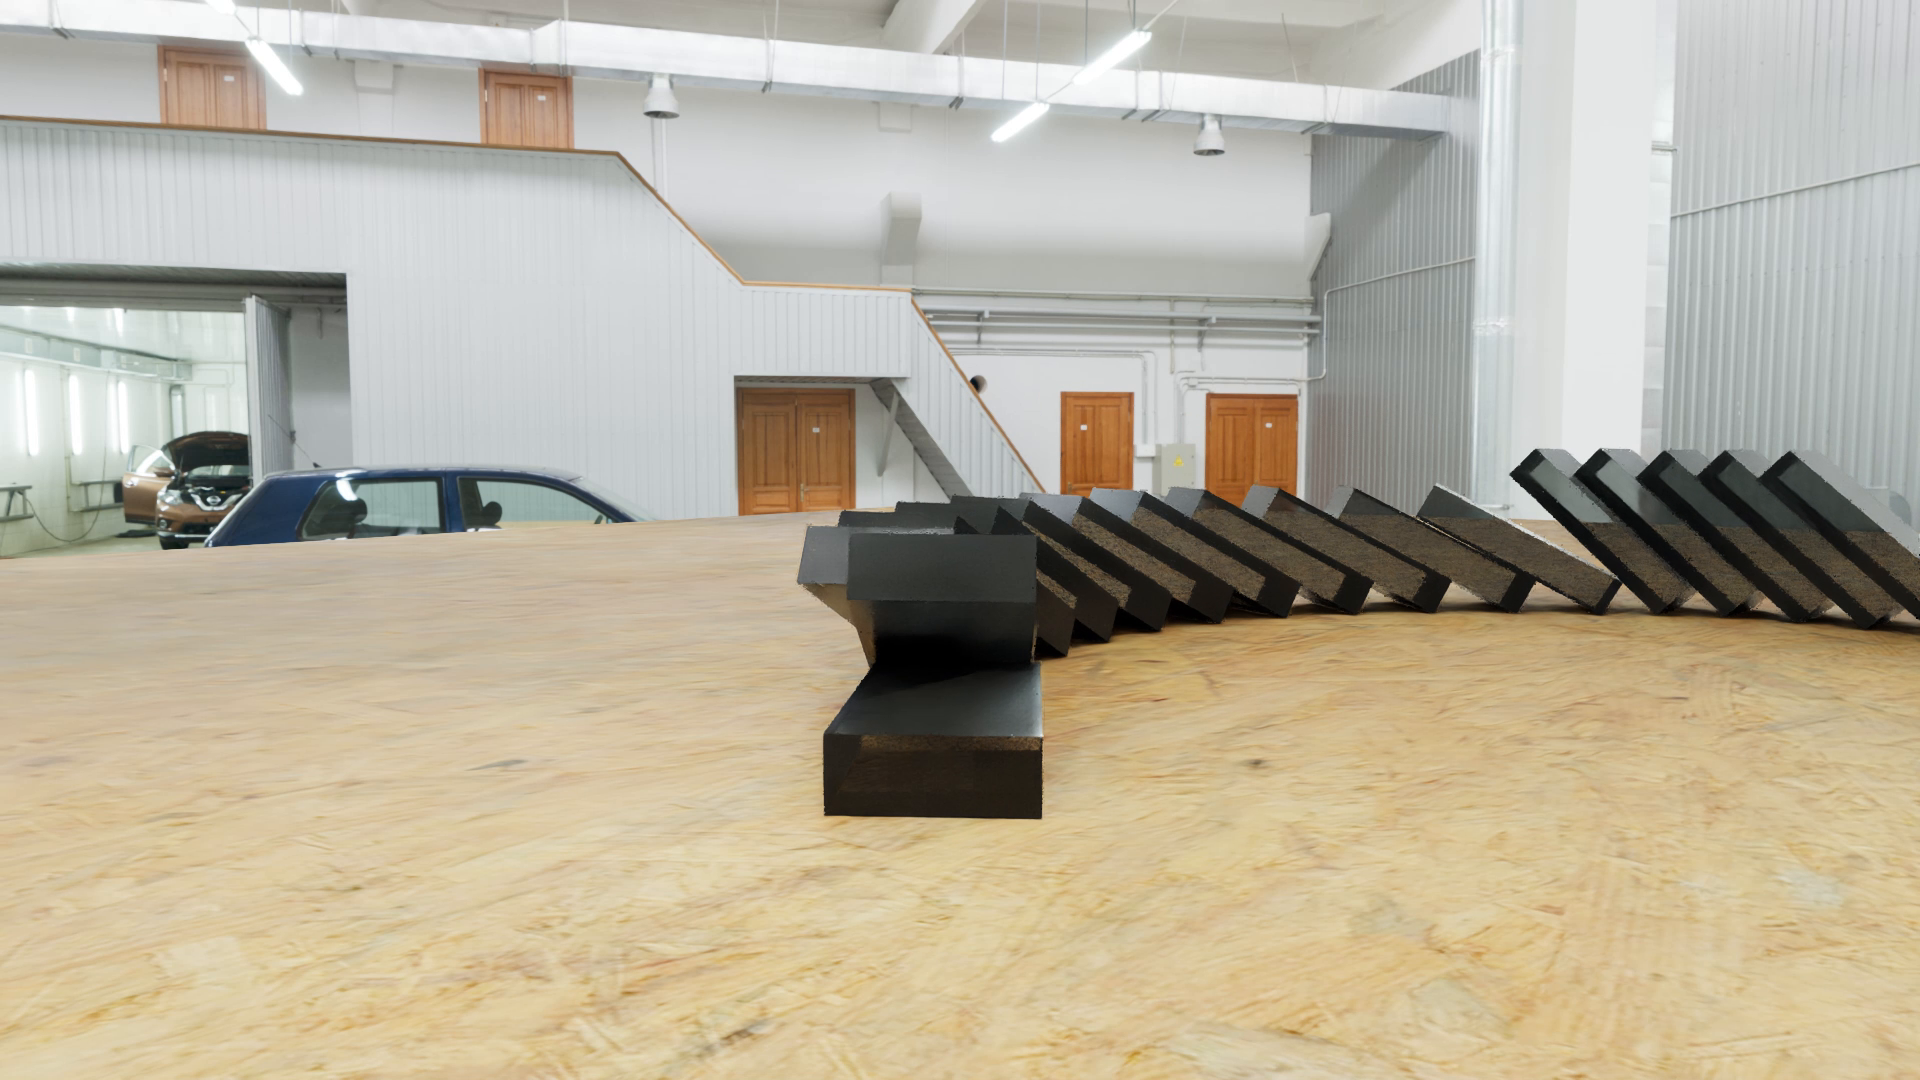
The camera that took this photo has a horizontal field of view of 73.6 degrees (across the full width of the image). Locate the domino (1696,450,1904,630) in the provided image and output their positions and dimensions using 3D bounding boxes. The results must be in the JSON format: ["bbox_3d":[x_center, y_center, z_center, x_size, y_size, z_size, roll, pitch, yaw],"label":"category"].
[{"bbox_3d":[0.205,-0.001,0.311,0.025,0.010,0.050,-4,49,-43],"label":"domino"}]

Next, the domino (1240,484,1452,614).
[{"bbox_3d":[0.099,0.002,0.332,0.050,0.010,0.025,27,3,-4],"label":"domino"}]

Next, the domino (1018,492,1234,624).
[{"bbox_3d":[0.038,0.004,0.303,0.050,0.009,0.025,29,-11,-29],"label":"domino"}]

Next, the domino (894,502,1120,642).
[{"bbox_3d":[0.010,0.007,0.265,0.025,0.009,0.050,3,-21,38],"label":"domino"}]

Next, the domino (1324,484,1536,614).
[{"bbox_3d":[0.121,0.002,0.335,0.050,0.010,0.025,28,7,4],"label":"domino"}]

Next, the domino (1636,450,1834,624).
[{"bbox_3d":[0.197,-0.002,0.322,0.025,0.009,0.050,-4,49,-44],"label":"domino"}]

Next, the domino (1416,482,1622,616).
[{"bbox_3d":[0.145,0.001,0.335,0.050,0.009,0.025,31,14,16],"label":"domino"}]

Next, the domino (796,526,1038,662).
[{"bbox_3d":[-0.006,0.011,0.221,0.025,0.009,0.050,2,-20,20],"label":"domino"}]

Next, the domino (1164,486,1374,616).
[{"bbox_3d":[0.077,0.002,0.327,0.050,0.010,0.025,27,-1,-10],"label":"domino"}]

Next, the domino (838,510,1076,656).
[{"bbox_3d":[0.000,0.009,0.245,0.025,0.010,0.050,3,-21,32],"label":"domino"}]

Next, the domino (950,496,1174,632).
[{"bbox_3d":[0.022,0.006,0.286,0.050,0.009,0.025,31,-16,-37],"label":"domino"}]

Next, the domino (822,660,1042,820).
[{"bbox_3d":[-0.002,0.025,0.171,0.025,0.010,0.050,0,4,3],"label":"domino"}]

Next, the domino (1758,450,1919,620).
[{"bbox_3d":[0.213,0.000,0.299,0.025,0.009,0.050,-4,49,-43],"label":"domino"}]

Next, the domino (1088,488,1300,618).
[{"bbox_3d":[0.056,0.003,0.316,0.050,0.010,0.025,28,-7,-21],"label":"domino"}]

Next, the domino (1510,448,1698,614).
[{"bbox_3d":[0.169,-0.003,0.335,0.025,0.009,0.050,-4,49,-48],"label":"domino"}]

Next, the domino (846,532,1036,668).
[{"bbox_3d":[-0.002,0.013,0.194,0.025,0.009,0.050,1,-21,2],"label":"domino"}]

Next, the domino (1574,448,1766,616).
[{"bbox_3d":[0.184,-0.003,0.330,0.025,0.009,0.050,-3,48,-45],"label":"domino"}]
